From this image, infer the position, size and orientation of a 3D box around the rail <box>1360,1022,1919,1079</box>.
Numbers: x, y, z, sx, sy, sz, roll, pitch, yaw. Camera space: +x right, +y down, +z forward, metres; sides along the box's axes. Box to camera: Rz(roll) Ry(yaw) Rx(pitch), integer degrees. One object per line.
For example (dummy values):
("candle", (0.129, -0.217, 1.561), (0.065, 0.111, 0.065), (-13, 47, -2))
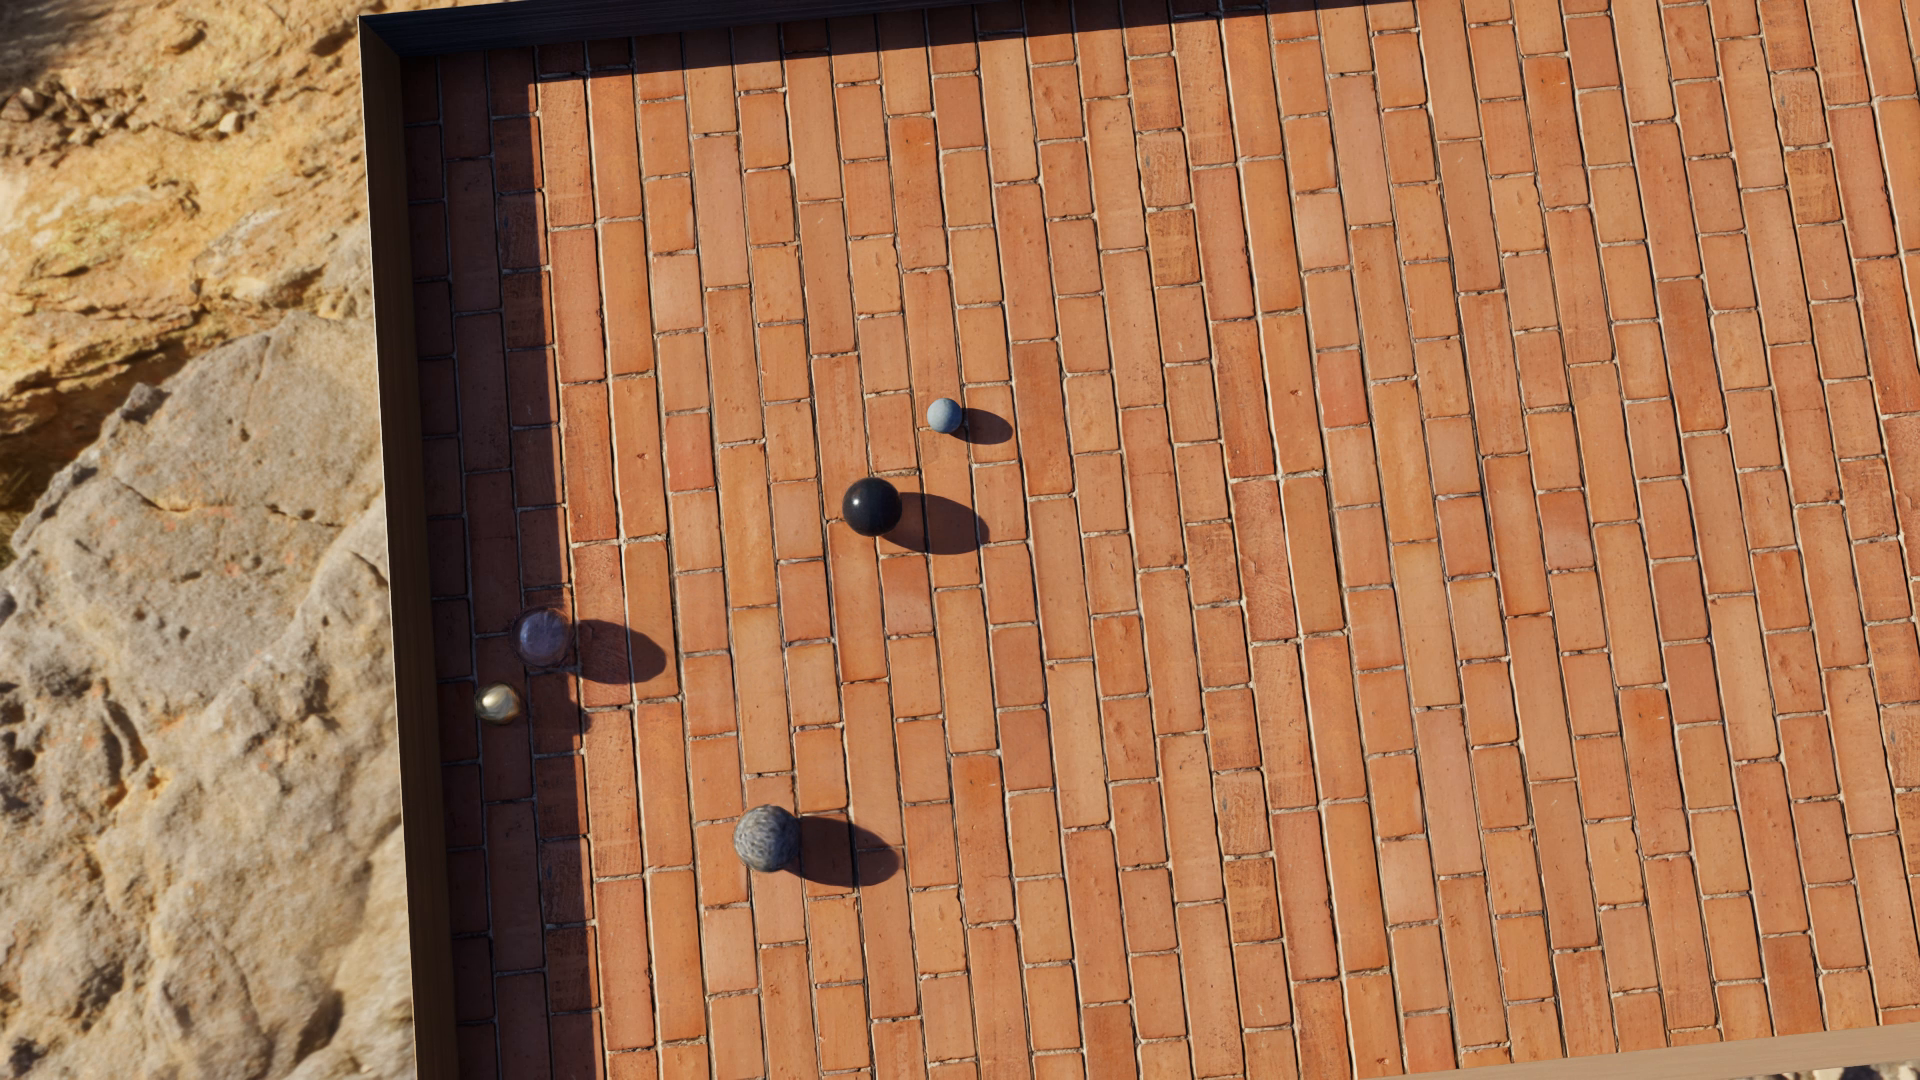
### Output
("rail", (0.911, 0.753, 3.121), (3.321, 0.126, 0.045), (-6, 80, -1))

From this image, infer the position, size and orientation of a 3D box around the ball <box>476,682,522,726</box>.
("ball", (-0.679, 0.242, 3.242), (0.067, 0.067, 0.067), (0, 80, 0))

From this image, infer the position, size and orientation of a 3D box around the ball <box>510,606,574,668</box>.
("ball", (-0.616, 0.143, 3.247), (0.092, 0.092, 0.092), (0, 80, 0))

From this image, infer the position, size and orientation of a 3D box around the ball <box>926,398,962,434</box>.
("ball", (-0.023, -0.188, 3.324), (0.054, 0.054, 0.054), (0, 80, 0))

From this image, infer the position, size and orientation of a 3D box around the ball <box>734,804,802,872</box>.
("ball", (-0.278, 0.433, 3.194), (0.097, 0.097, 0.097), (0, 80, 0))

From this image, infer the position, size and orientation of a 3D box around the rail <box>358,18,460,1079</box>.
("rail", (-0.803, 0.075, 3.241), (0.045, 0.126, 1.758), (-6, 80, -1))

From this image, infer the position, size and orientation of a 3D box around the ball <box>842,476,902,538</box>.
("ball", (-0.131, -0.049, 3.282), (0.091, 0.091, 0.091), (0, 80, 0))

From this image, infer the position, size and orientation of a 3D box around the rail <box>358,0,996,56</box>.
("rail", (0.741, -0.923, 3.416), (3.321, 0.126, 0.045), (-6, 80, -1))
